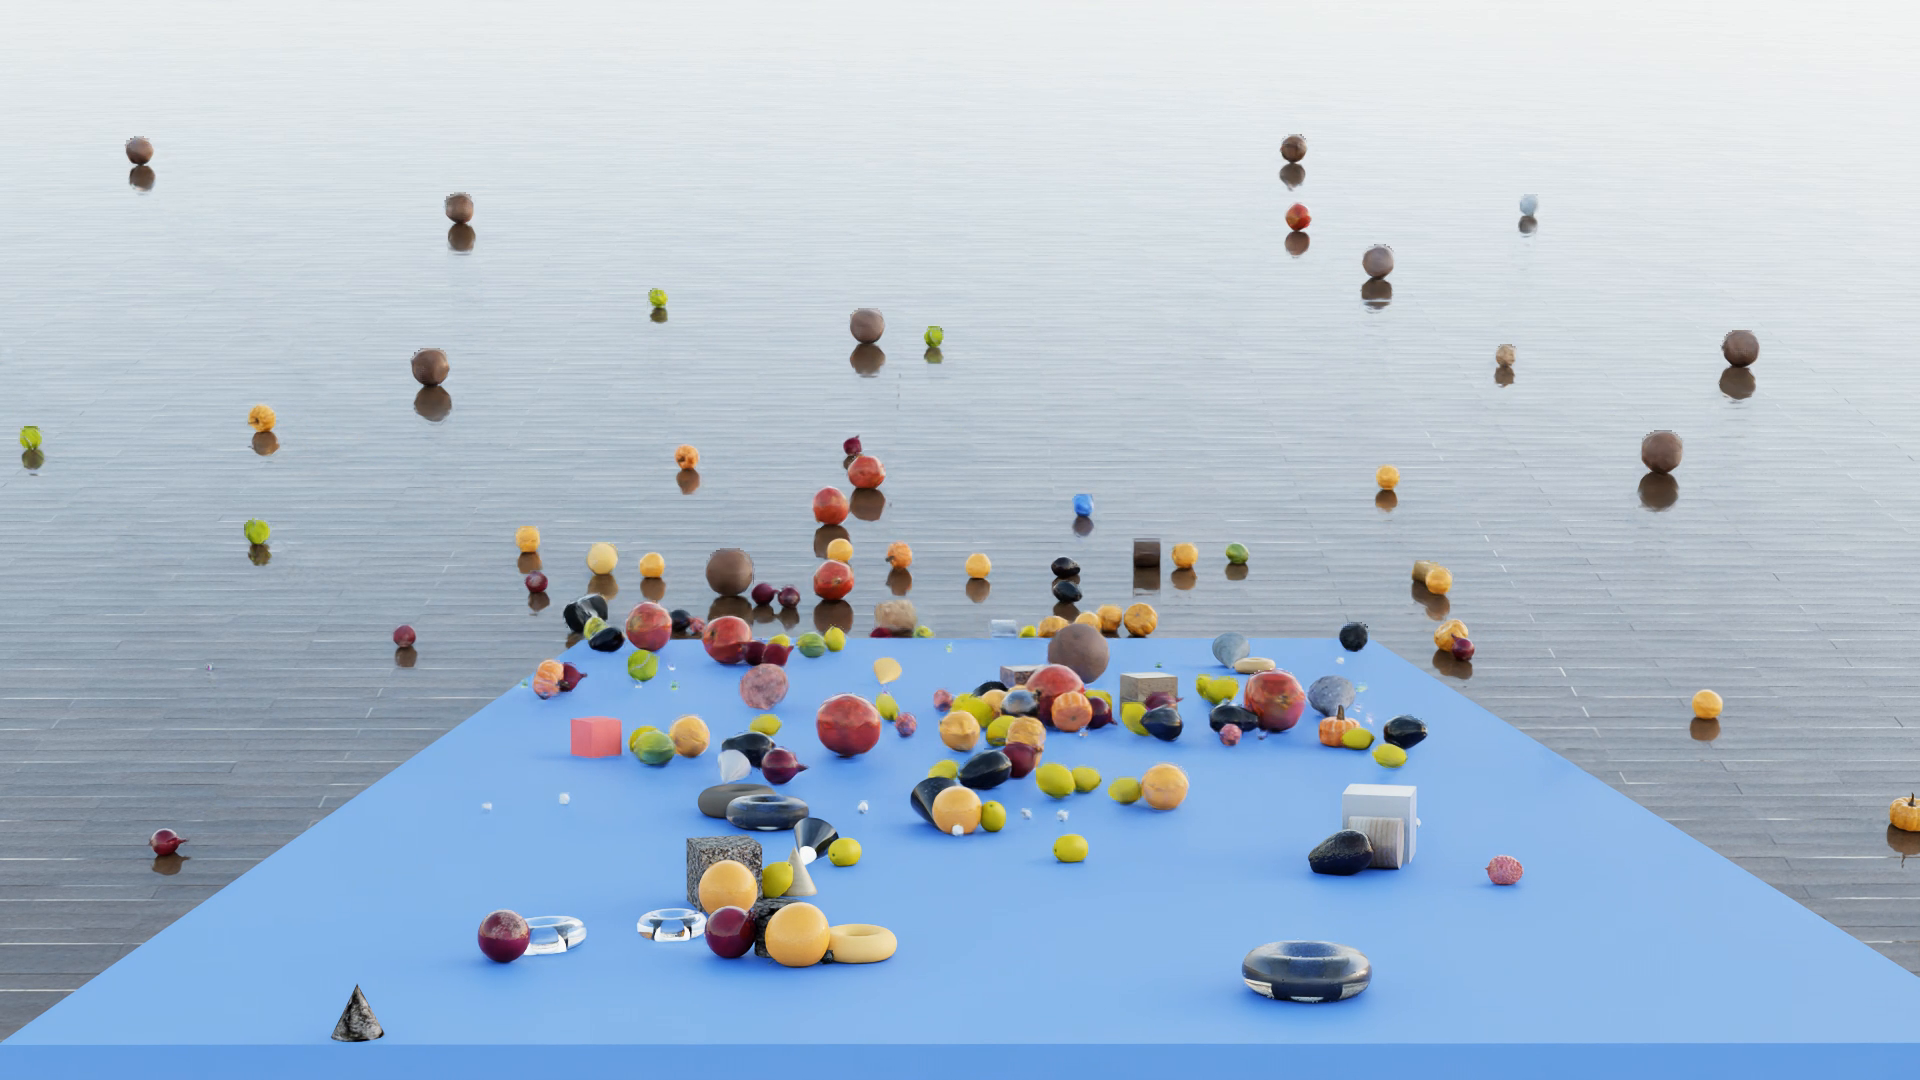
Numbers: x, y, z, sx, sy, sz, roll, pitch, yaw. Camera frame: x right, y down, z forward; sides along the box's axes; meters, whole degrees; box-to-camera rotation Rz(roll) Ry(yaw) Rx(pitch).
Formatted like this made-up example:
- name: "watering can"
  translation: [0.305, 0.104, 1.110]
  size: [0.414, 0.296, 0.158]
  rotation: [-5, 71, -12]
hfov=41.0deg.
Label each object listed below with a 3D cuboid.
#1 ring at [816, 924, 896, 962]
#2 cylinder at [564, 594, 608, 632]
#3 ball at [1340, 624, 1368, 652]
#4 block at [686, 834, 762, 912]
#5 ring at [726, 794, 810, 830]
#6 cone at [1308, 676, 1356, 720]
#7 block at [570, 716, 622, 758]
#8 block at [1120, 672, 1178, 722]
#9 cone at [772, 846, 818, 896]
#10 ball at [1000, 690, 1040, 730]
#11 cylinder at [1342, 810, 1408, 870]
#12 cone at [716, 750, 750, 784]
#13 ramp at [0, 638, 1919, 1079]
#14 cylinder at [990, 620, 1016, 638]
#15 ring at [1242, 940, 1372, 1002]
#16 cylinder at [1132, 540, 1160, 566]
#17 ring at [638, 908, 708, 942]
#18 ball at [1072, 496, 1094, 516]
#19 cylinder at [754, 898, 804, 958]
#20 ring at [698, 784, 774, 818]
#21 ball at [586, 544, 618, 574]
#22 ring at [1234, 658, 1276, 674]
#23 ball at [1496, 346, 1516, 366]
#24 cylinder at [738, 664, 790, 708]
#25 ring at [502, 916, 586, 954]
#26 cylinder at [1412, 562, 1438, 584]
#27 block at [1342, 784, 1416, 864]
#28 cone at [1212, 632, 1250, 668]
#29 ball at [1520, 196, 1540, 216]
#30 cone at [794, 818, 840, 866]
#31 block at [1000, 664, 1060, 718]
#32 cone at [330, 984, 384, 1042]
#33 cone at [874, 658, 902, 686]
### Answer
- name: "ring"
  translation: [-0.117, 0.459, 2.918]
  size: [0.092, 0.031, 0.092]
  rotation: [1, 5, 0]
- name: "cylinder"
  translation: [-0.995, 0.195, 6.838]
  size: [0.083, 0.083, 0.083]
  rotation: [12, 23, 30]
- name: "ball"
  translation: [0.953, 0.235, 6.217]
  size: [0.068, 0.068, 0.068]
  rotation: [0, 20, 0]
- name: "block"
  translation: [-0.295, 0.416, 3.212]
  size: [0.079, 0.079, 0.079]
  rotation: [-1, 4, -18]
- name: "ring"
  translation: [-0.283, 0.400, 3.774]
  size: [0.123, 0.041, 0.123]
  rotation: [1, 2, 0]
- name: "cone"
  translation: [0.724, 0.325, 4.973]
  size: [0.092, 0.092, 0.092]
  rotation: [1, 30, 2]
- name: "block"
  translation: [-0.638, 0.345, 4.499]
  size: [0.062, 0.062, 0.062]
  rotation: [-3, 5, -44]
- name: "block"
  translation: [0.366, 0.304, 4.983]
  size: [0.084, 0.084, 0.084]
  rotation: [-1, 4, -22]
- name: "cone"
  translation: [-0.212, 0.421, 3.284]
  size: [0.060, 0.060, 0.060]
  rotation: [0, 4, 0]
- name: "ball"
  translation: [0.113, 0.318, 4.819]
  size: [0.075, 0.075, 0.075]
  rotation: [0, 20, 0]
- name: "cylinder"
  translation: [0.558, 0.406, 3.453]
  size: [0.068, 0.068, 0.068]
  rotation: [17, 24, 18]
- name: "cone"
  translation: [-0.377, 0.382, 4.190]
  size: [0.057, 0.057, 0.057]
  rotation: [4, 31, 10]
- name: "ramp"
  translation: [0.047, 0.424, 4.534]
  size: [2.000, 0.100, 4.000]
  rotation: [0, 4, 0]
- name: "cylinder"
  translation: [0.109, 0.236, 6.609]
  size: [0.061, 0.061, 0.061]
  rotation: [4, 20, -3]
- name: "ring"
  translation: [0.371, 0.461, 2.748]
  size: [0.139, 0.046, 0.139]
  rotation: [0, 2, 0]
- name: "cylinder"
  translation: [0.529, 0.036, 7.282]
  size: [0.076, 0.076, 0.076]
  rotation: [1, 20, 1]
- name: "ring"
  translation: [-0.339, 0.454, 3.025]
  size: [0.083, 0.028, 0.083]
  rotation: [-1, 3, 0]
- name: "ball"
  translation: [0.369, -0.101, 7.676]
  size: [0.065, 0.065, 0.065]
  rotation: [0, 20, 0]
- name: "cylinder"
  translation: [-0.206, 0.444, 2.937]
  size: [0.057, 0.057, 0.057]
  rotation: [0, 4, 0]
- name: "ring"
  translation: [-0.336, 0.394, 3.882]
  size: [0.121, 0.040, 0.121]
  rotation: [-1, 4, 0]
- name: "ball"
  translation: [-1.007, 0.054, 7.217]
  size: [0.087, 0.087, 0.087]
  rotation: [0, 20, 0]
- name: "ring"
  translation: [0.661, 0.282, 5.756]
  size: [0.094, 0.031, 0.094]
  rotation: [-2, 3, 0]
- name: "ball"
  translation: [1.953, -0.657, 9.186]
  size: [0.074, 0.074, 0.074]
  rotation: [0, 20, 0]
- name: "cylinder"
  translation: [-0.391, 0.294, 5.144]
  size: [0.085, 0.085, 0.085]
  rotation: [5, -6, 12]
- name: "ring"
  translation: [-0.479, 0.455, 2.956]
  size: [0.098, 0.033, 0.098]
  rotation: [-3, 1, 0]
- name: "cylinder"
  translation: [1.296, 0.090, 7.164]
  size: [0.055, 0.055, 0.055]
  rotation: [9, 22, 24]
- name: "block"
  translation: [0.577, 0.389, 3.532]
  size: [0.092, 0.092, 0.092]
  rotation: [1, 4, 15]
- name: "cone"
  translation: [0.617, 0.272, 5.862]
  size: [0.087, 0.087, 0.087]
  rotation: [3, 30, 7]
- name: "ball"
  translation: [2.539, -1.491, 11.447]
  size: [0.090, 0.090, 0.090]
  rotation: [0, 20, 0]
- name: "cone"
  translation: [-0.205, 0.423, 3.488]
  size: [0.067, 0.067, 0.067]
  rotation: [5, 31, 14]
- name: "block"
  translation: [0.137, 0.296, 5.017]
  size: [0.094, 0.094, 0.094]
  rotation: [-1, 4, -17]
- name: "cone"
  translation: [-0.602, 0.469, 2.567]
  size: [0.053, 0.053, 0.053]
  rotation: [0, 4, 0]
- name: "cone"
  translation: [-0.164, 0.297, 5.550]
  size: [0.063, 0.063, 0.063]
  rotation: [4, 31, 10]
